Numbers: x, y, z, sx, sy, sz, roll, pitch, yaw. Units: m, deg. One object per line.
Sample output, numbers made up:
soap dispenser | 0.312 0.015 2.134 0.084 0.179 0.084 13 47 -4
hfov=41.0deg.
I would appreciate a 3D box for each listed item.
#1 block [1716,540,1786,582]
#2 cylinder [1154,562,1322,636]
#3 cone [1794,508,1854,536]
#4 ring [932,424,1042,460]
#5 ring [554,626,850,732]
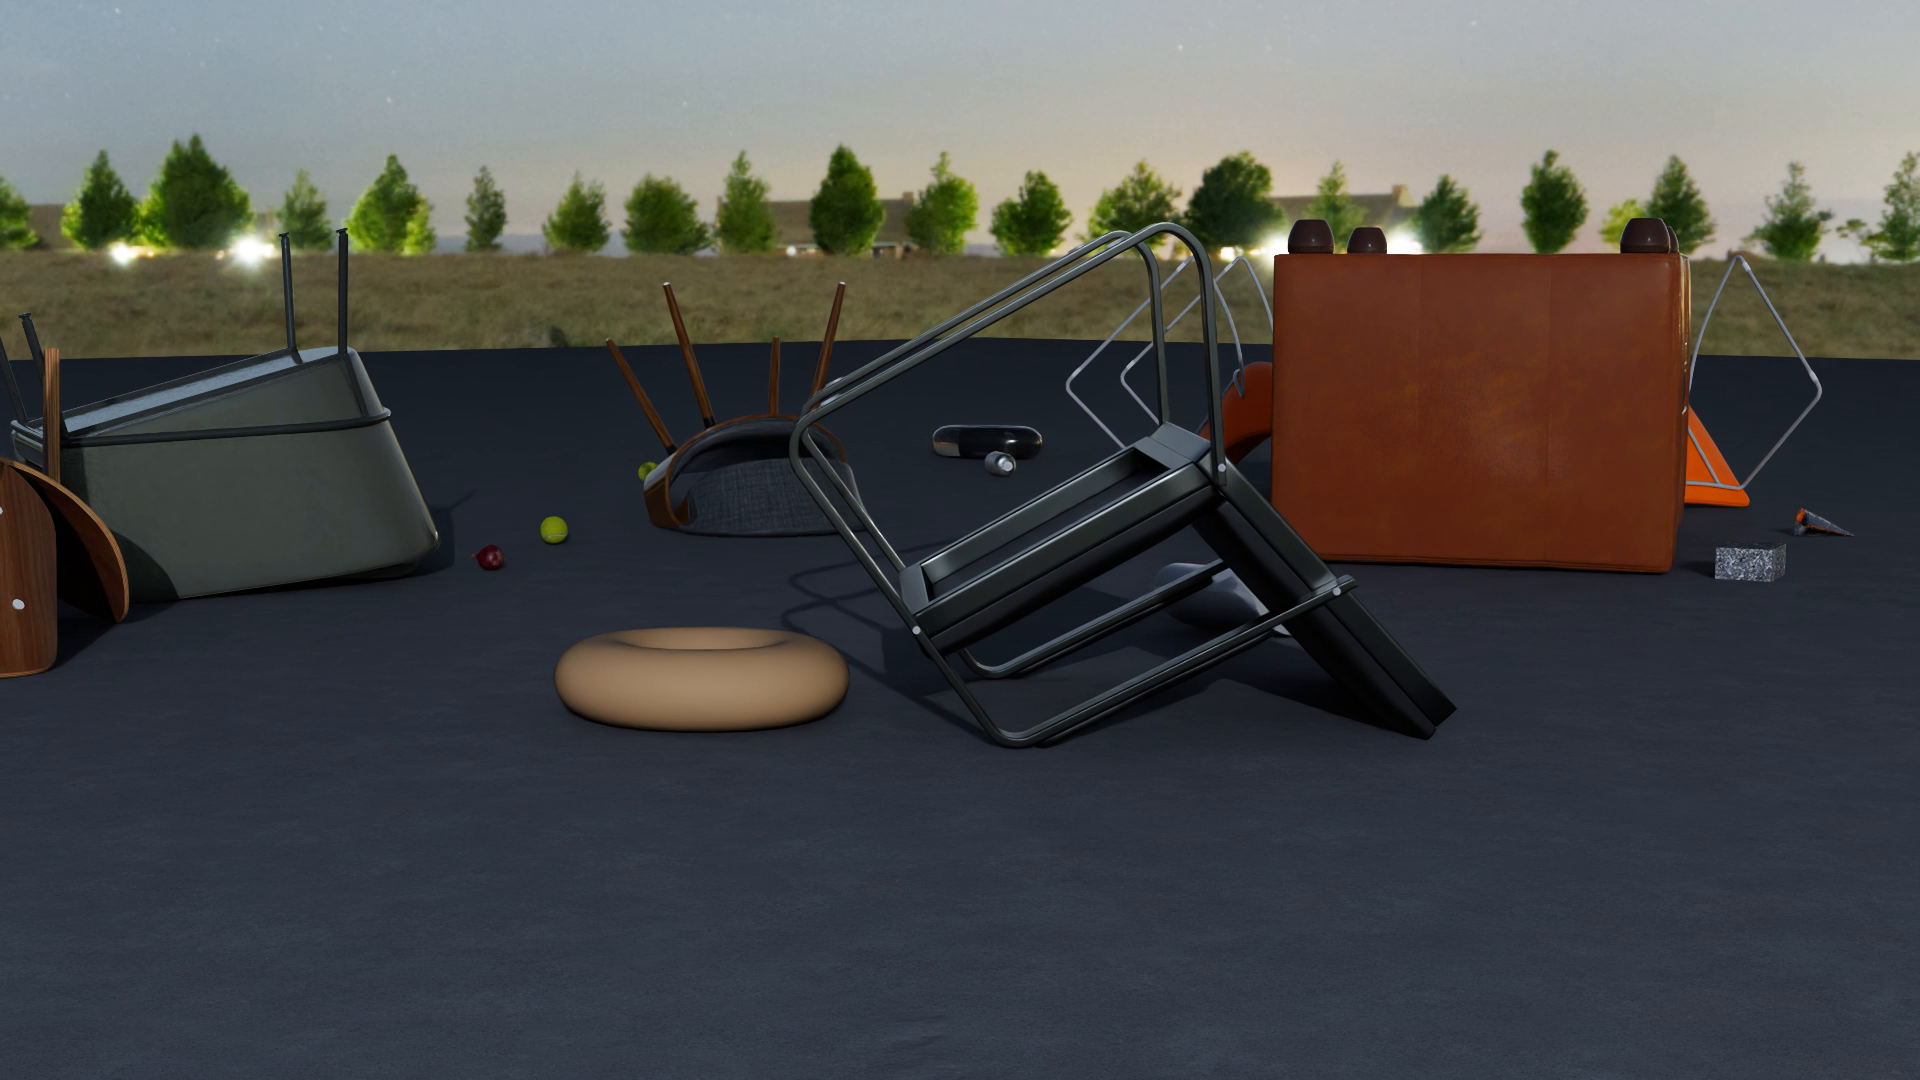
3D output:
block | 1.737 0.046 5.635 0.119 0.069 0.160 3 7 28
cylinder | 0.515 0.109 4.736 0.220 0.112 0.239 5 -9 40
cone | 2.203 -0.028 6.513 0.147 0.071 0.156 15 7 11
ring | 0.097 -0.356 9.305 0.448 0.116 0.279 3 5 34
ring | -0.388 0.206 3.850 0.465 0.119 0.403 3 6 31
